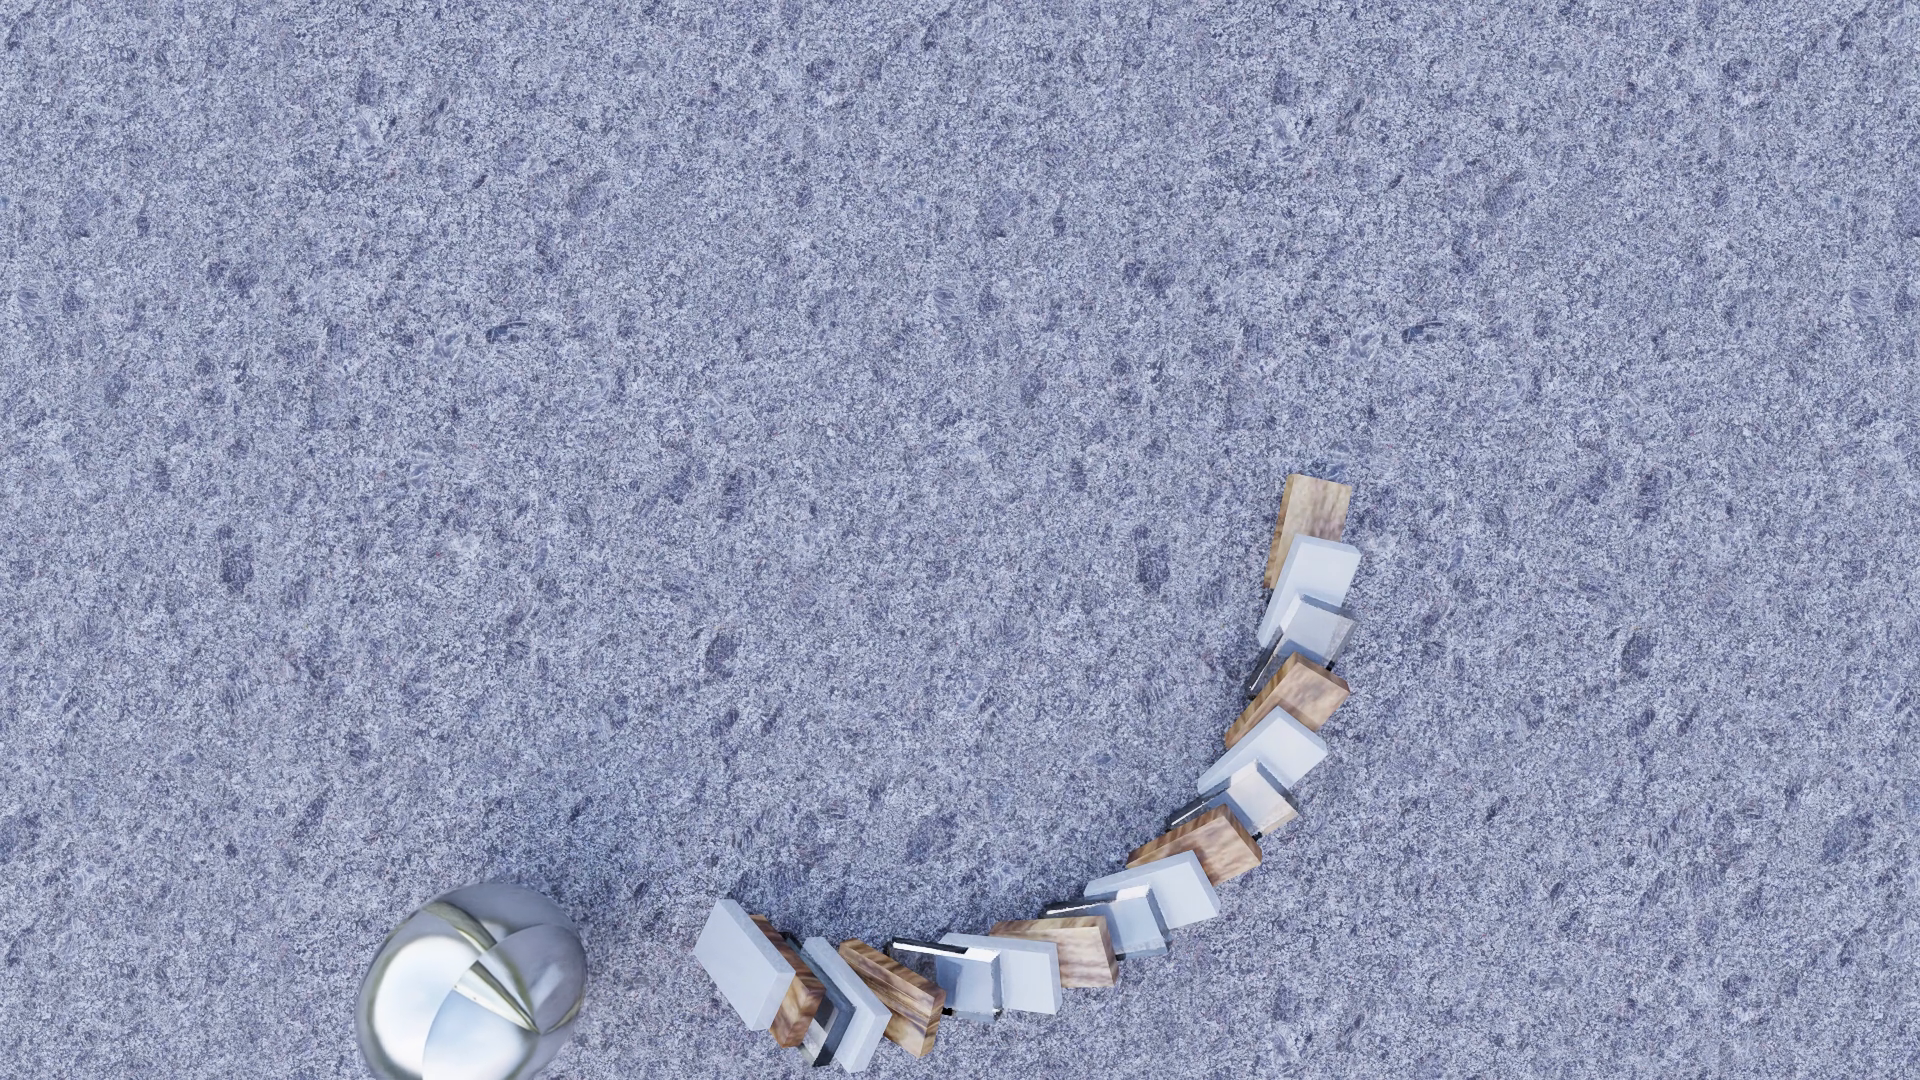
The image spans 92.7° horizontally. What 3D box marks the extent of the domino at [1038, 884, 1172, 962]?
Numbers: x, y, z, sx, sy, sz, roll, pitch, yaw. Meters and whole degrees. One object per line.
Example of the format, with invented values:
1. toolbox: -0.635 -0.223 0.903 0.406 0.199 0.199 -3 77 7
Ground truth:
1. domino: 0.060 0.163 0.385 0.050 0.009 0.025 -22 90 25

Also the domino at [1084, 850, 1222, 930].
1. domino: 0.080 0.150 0.385 0.050 0.010 0.025 -28 90 26

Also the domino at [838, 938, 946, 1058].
1. domino: -0.031 0.190 0.383 0.050 0.010 0.025 14 90 32

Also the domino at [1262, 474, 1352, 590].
1. domino: 0.150 -0.001 0.395 0.025 0.009 0.050 13 90 0

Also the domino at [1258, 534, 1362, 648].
1. domino: 0.146 0.024 0.386 0.025 0.010 0.050 12 114 0

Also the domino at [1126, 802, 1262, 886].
1. domino: 0.098 0.134 0.385 0.050 0.009 0.025 -38 90 26

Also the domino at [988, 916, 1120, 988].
1. domino: 0.039 0.173 0.385 0.050 0.009 0.025 -15 90 25

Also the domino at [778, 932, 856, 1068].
1. domino: -0.066 0.189 0.379 0.050 0.009 0.025 26 91 43

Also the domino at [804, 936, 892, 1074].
1. domino: -0.052 0.191 0.379 0.050 0.010 0.025 26 91 43

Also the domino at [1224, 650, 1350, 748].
1. domino: 0.137 0.073 0.385 0.025 0.009 0.050 31 115 0

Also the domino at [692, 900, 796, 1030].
1. domino: -0.090 0.175 0.379 0.050 0.010 0.025 25 90 43

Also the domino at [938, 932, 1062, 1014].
1. domino: 0.017 0.182 0.385 0.050 0.010 0.025 -6 91 25

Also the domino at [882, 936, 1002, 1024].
1. domino: -0.008 0.184 0.385 0.050 0.009 0.025 -3 90 25

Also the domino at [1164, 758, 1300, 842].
1. domino: 0.114 0.116 0.385 0.025 0.009 0.050 46 115 0

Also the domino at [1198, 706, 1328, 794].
1. domino: 0.126 0.096 0.385 0.025 0.009 0.050 38 115 0

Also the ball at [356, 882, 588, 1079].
1. ball: -0.190 0.177 0.360 0.080 0.080 0.080 0 90 0

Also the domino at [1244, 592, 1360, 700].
1. domino: 0.143 0.049 0.385 0.025 0.010 0.050 20 114 0

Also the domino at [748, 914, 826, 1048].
1. domino: -0.078 0.181 0.379 0.050 0.009 0.025 26 90 43
